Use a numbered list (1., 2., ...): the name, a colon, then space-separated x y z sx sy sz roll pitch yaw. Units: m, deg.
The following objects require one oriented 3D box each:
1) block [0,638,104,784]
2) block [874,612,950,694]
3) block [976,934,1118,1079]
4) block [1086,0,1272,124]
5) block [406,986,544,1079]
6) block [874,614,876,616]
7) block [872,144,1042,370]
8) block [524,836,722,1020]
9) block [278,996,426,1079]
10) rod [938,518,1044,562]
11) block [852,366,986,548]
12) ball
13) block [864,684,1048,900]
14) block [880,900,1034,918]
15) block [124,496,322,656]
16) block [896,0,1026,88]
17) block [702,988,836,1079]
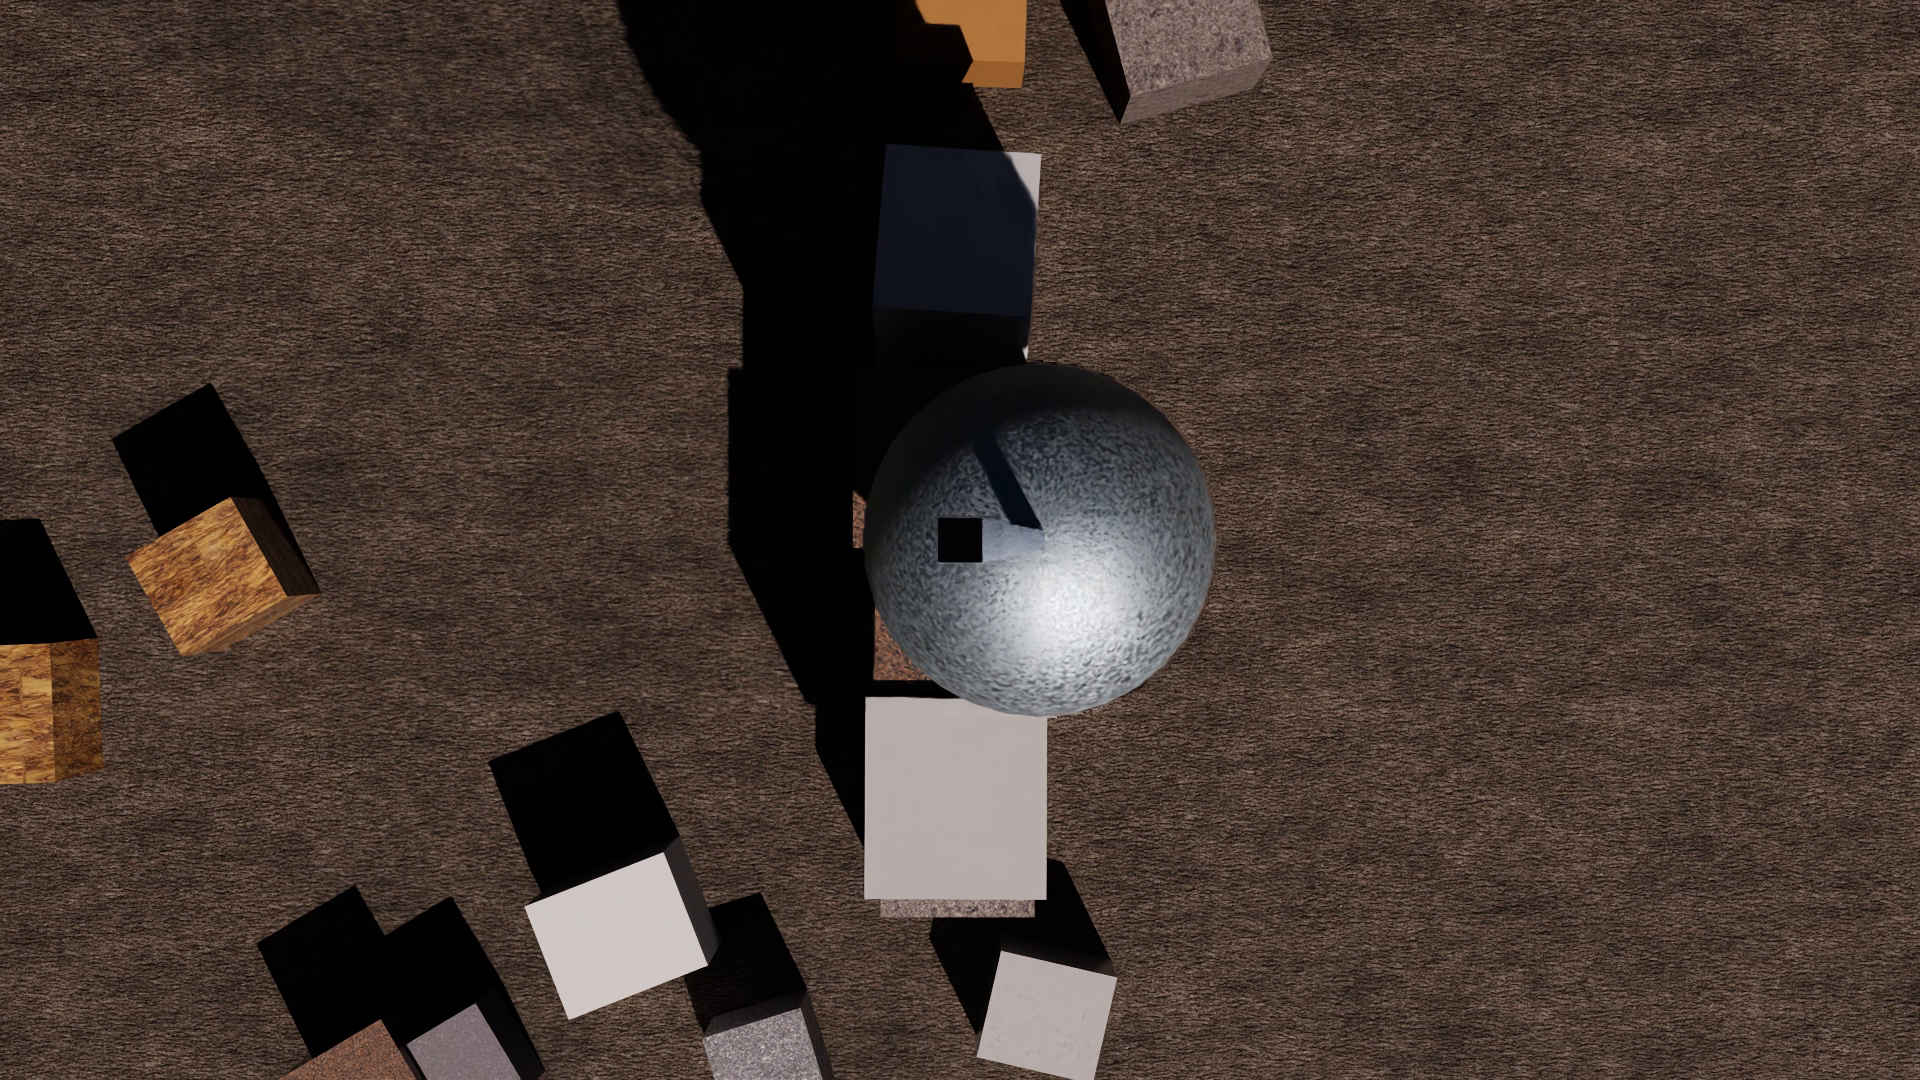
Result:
1. block: -5.460 0.981 12.656 0.759 0.688 0.777 -2 90 0
2. block: -0.030 0.424 11.691 0.816 0.766 0.731 2 91 0
3. block: 0.492 2.700 12.720 0.673 0.560 0.617 13 90 0
4. block: 1.235 -2.940 12.583 0.815 0.834 0.787 -15 90 0
5. block: -2.802 3.001 12.743 0.468 0.514 0.585 -31 90 0
6. block: -0.013 0.826 12.582 0.934 0.835 0.811 0 90 0
7. block: -0.013 -1.480 11.761 0.811 0.892 0.908 4 74 1
8. block: -1.920 2.212 12.640 0.833 0.720 0.679 -21 90 0
9. block: -3.368 3.174 12.681 0.680 0.638 0.715 -31 90 0
10. rod: 0.155 0.000 6.554 0.080 5.200 0.080 0 90 3
11. block: -0.064 -0.404 11.545 0.929 1.058 0.909 1 90 0
12. ball: 0.357 0.000 9.948 1.600 1.600 1.600 0 90 0
13. block: -0.021 1.317 11.699 0.929 0.933 1.031 0 90 0
14. block: -0.013 1.663 12.584 0.853 0.831 0.850 0 90 0
15. block: -4.226 0.206 12.663 0.679 0.675 0.643 -30 90 0
16. block: 0.014 -3.075 12.647 0.722 0.706 0.784 2 90 0
17. block: -1.093 3.021 12.724 0.584 0.553 0.601 -17 90 0
